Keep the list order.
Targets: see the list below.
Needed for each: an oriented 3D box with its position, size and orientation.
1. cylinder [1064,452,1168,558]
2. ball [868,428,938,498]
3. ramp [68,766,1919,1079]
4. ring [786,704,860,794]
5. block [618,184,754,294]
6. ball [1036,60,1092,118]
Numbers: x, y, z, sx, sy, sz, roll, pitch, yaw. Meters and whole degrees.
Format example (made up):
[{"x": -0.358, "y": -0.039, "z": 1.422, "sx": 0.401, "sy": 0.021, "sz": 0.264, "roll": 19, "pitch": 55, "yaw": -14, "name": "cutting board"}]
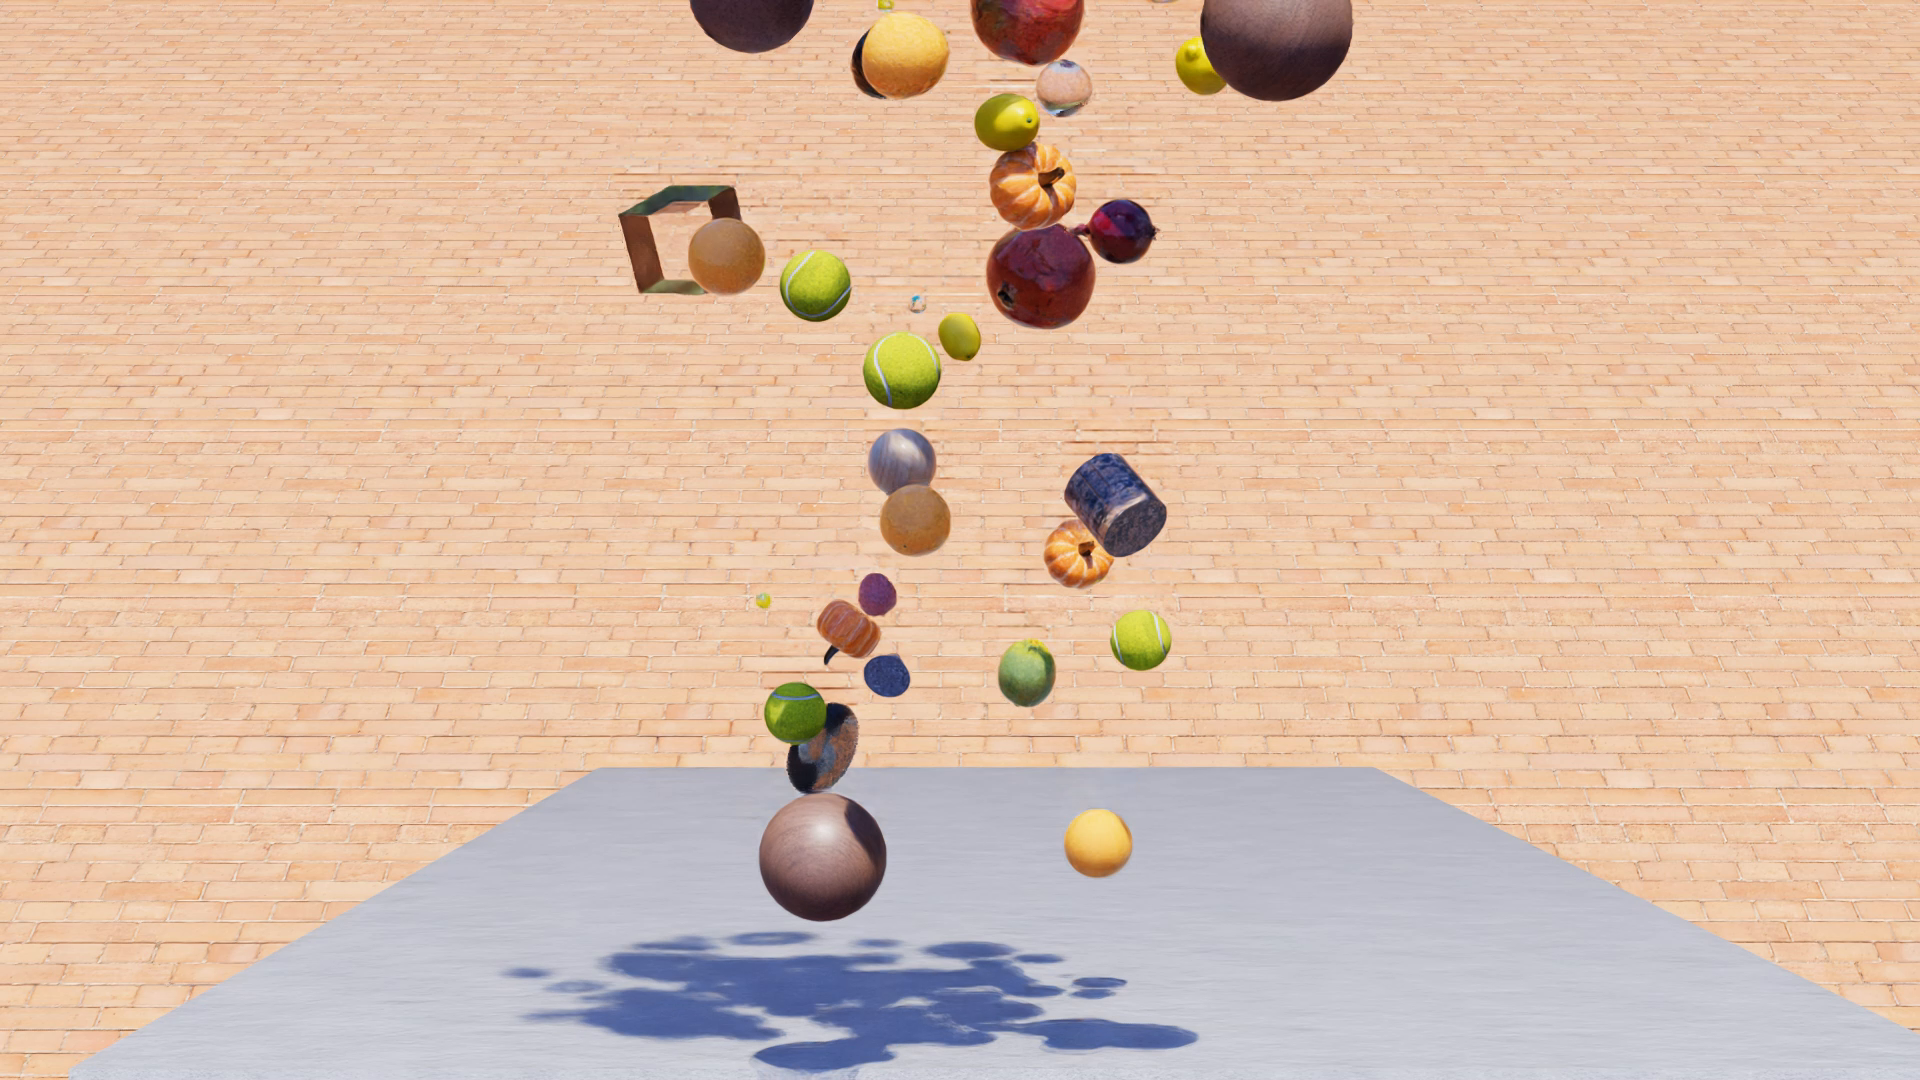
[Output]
[{"x": 0.152, "y": -0.034, "z": 2.529, "sx": 0.073, "sy": 0.073, "sz": 0.073, "roll": -17, "pitch": 49, "yaw": -26, "name": "cylinder"}, {"x": -0.064, "y": -0.085, "z": 2.861, "sx": 0.078, "sy": 0.078, "sz": 0.078, "roll": 0, "pitch": 31, "yaw": 0, "name": "ball"}, {"x": 0.070, "y": 0.619, "z": 4.699, "sx": 2.000, "sy": 0.100, "sz": 4.000, "roll": 0, "pitch": -1, "yaw": 0, "name": "ramp"}, {"x": -0.161, "y": 0.245, "z": 3.045, "sx": 0.039, "sy": 0.116, "sz": 0.116, "roll": 23, "pitch": 38, "yaw": 27, "name": "ring"}, {"x": -0.259, "y": -0.284, "z": 2.451, "sx": 0.079, "sy": 0.079, "sz": 0.079, "roll": 4, "pitch": 28, "yaw": 33, "name": "block"}, {"x": 0.099, "y": -0.432, "z": 2.480, "sx": 0.055, "sy": 0.055, "sz": 0.055, "roll": 0, "pitch": 31, "yaw": 0, "name": "ball"}]
